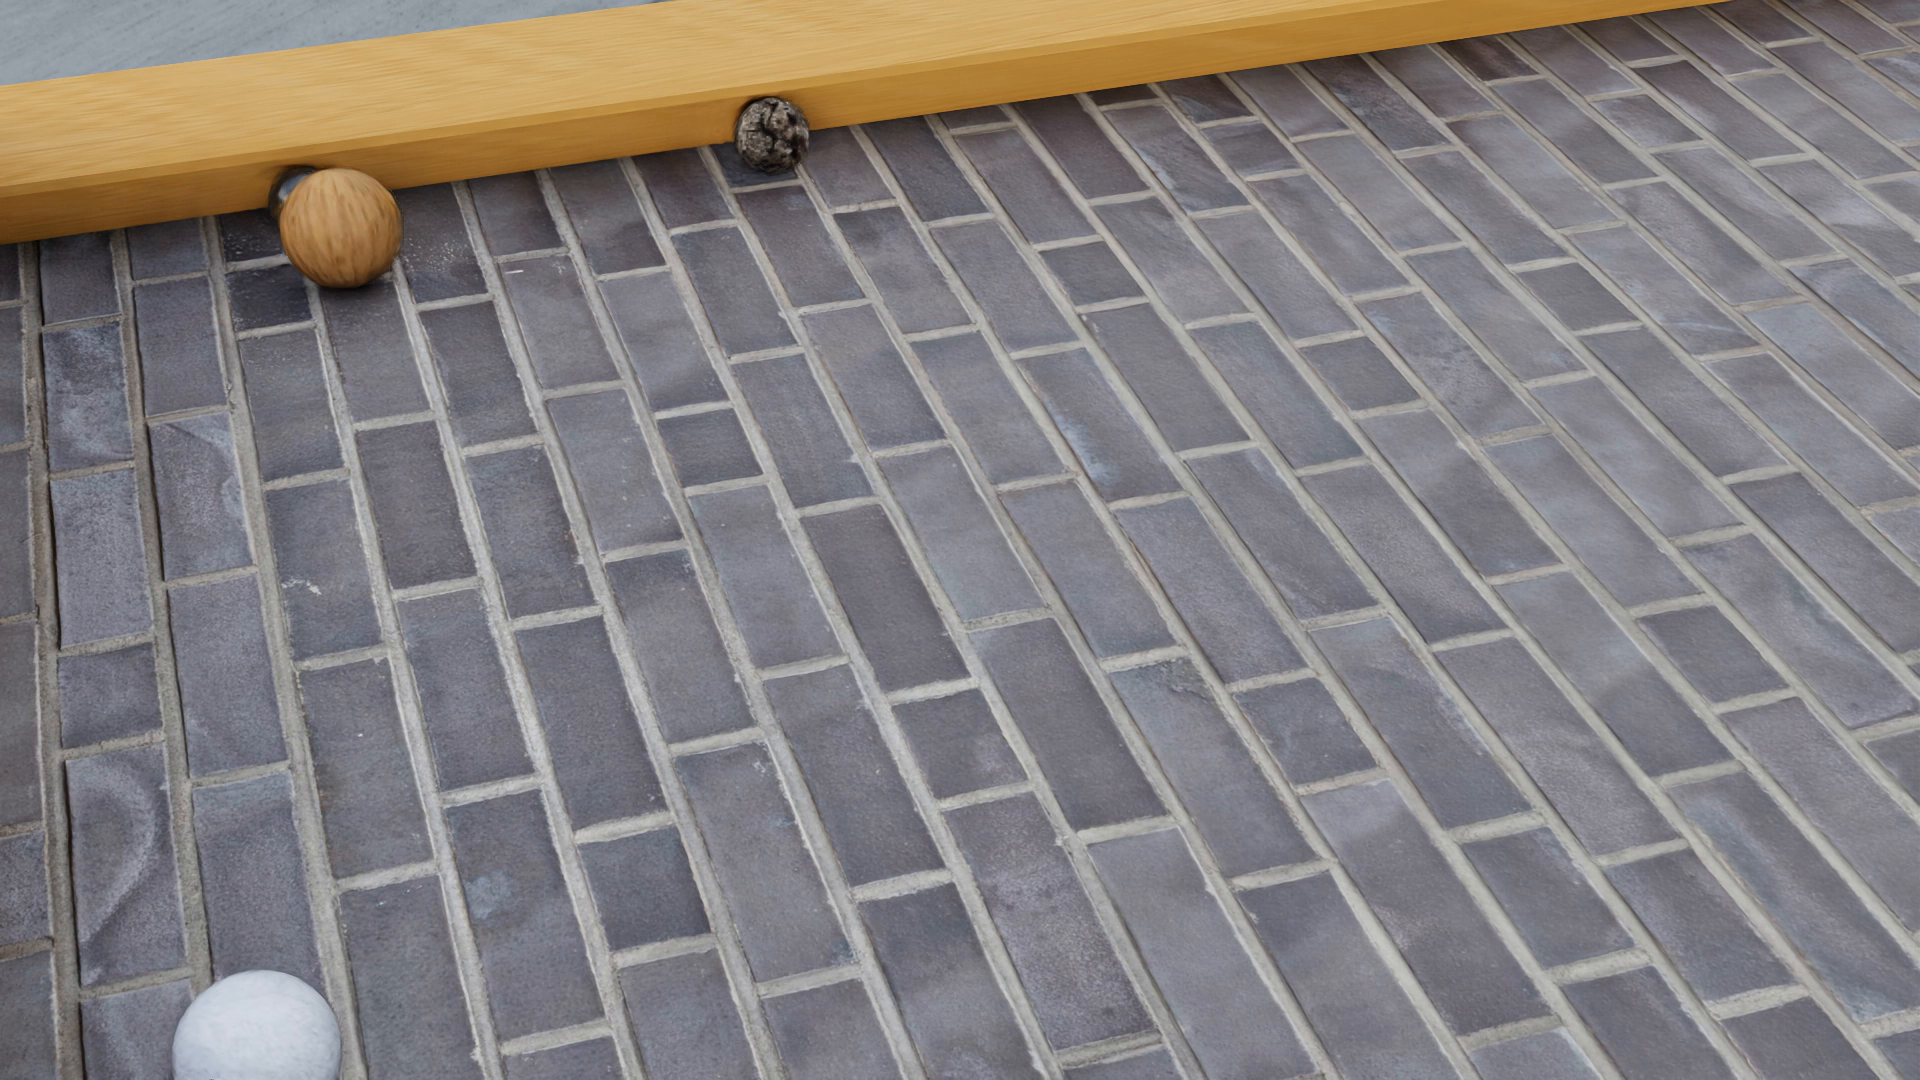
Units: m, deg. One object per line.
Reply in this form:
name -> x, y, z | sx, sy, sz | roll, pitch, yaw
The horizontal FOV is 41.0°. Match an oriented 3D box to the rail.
rail -> 0.410, -0.481, 2.227 | 2.527, 0.128, 0.045 | -10, 37, -14

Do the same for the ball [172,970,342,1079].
ball -> -0.340, 0.248, 1.241 | 0.080, 0.080, 0.080 | 0, 35, 0

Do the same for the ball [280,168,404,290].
ball -> -0.460, -0.232, 1.910 | 0.090, 0.090, 0.090 | 0, 35, 0

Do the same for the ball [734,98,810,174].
ball -> -0.151, -0.326, 2.068 | 0.060, 0.060, 0.060 | 0, 35, 0

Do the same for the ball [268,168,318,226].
ball -> -0.508, -0.261, 1.983 | 0.053, 0.053, 0.053 | 0, 35, 0
